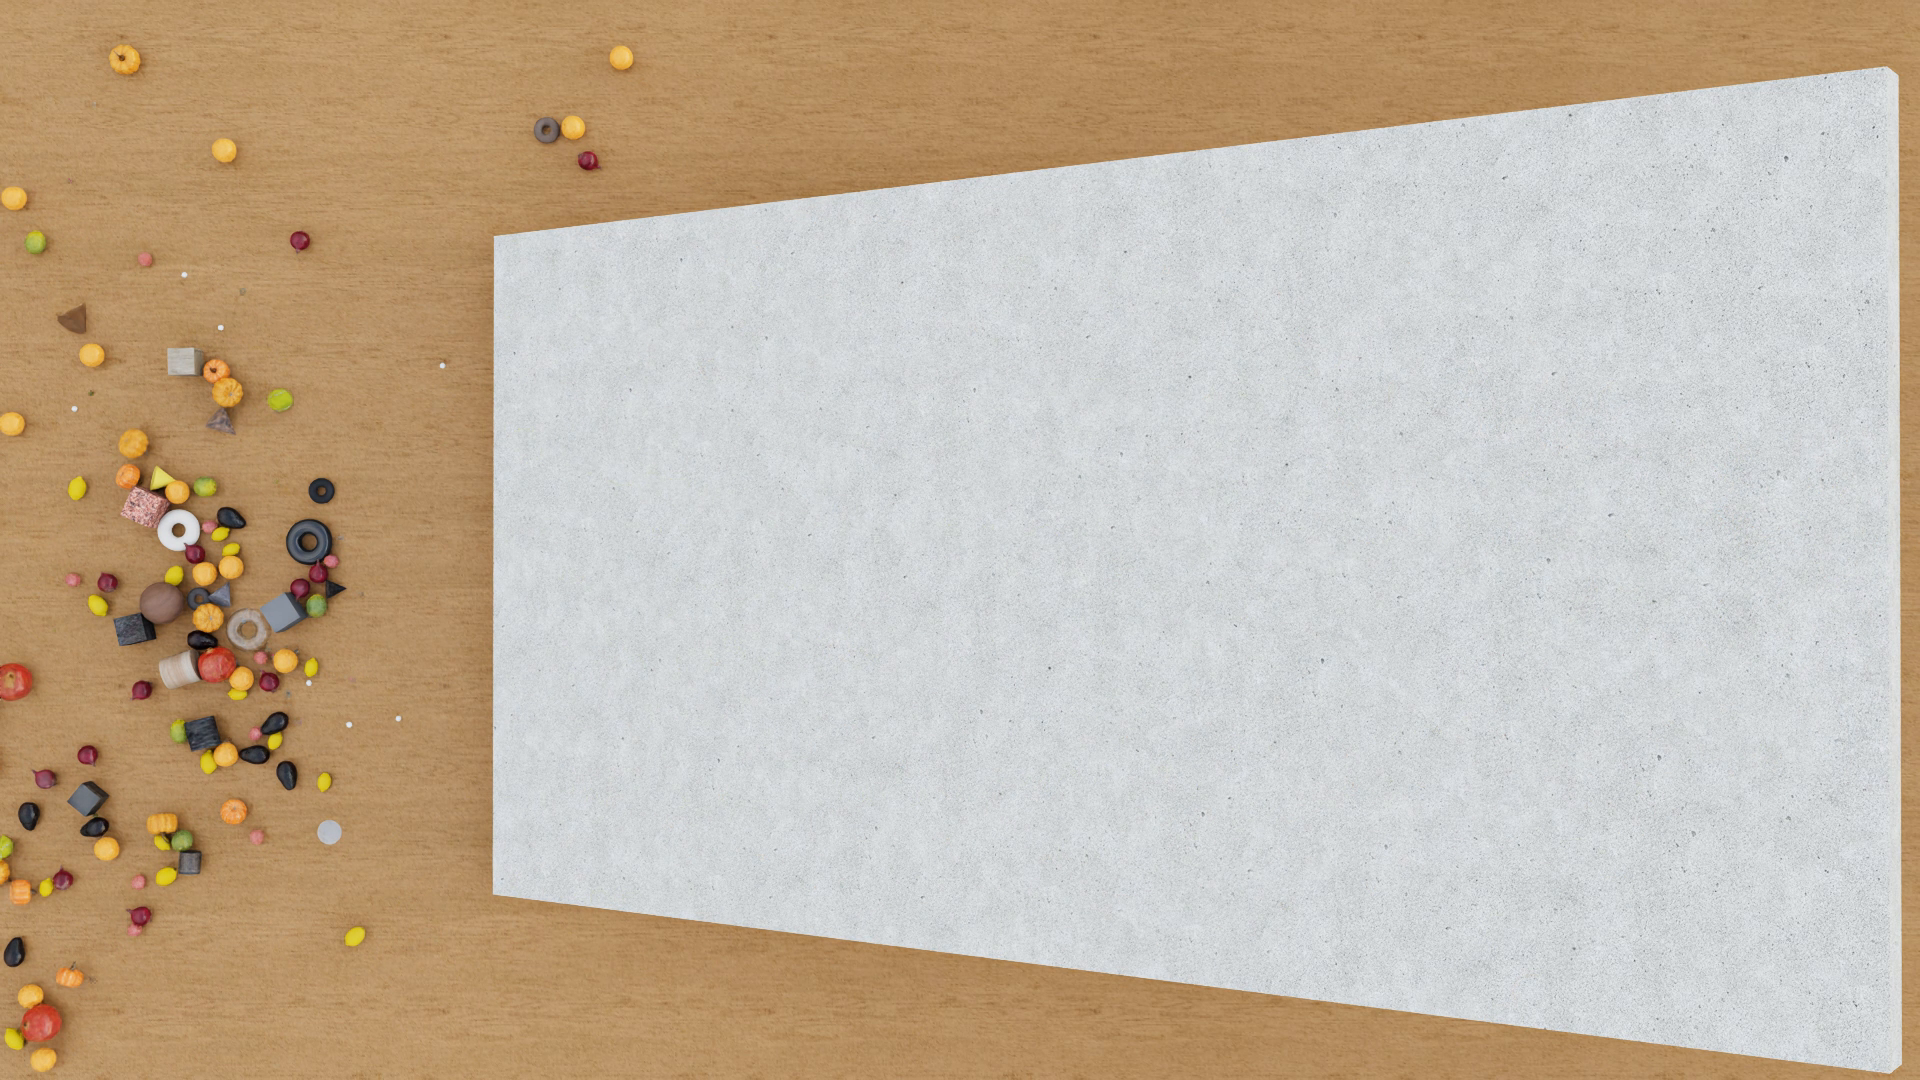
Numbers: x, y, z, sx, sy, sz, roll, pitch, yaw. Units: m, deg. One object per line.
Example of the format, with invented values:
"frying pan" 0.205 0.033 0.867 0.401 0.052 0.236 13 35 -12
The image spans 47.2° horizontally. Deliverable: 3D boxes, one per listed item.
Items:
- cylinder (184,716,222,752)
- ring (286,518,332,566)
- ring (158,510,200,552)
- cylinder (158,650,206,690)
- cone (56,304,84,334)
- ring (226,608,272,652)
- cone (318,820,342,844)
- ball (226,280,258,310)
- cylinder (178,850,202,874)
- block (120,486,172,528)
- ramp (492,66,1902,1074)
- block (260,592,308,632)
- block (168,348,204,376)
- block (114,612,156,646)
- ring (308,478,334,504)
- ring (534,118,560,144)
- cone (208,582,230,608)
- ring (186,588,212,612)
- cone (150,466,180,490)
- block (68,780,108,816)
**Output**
"cylinder" -2.313 0.592 6.715 0.090 0.090 0.090 -17 87 0
"ring" -1.995 0.006 6.741 0.143 0.048 0.143 0 91 1
"ring" -2.396 -0.030 6.744 0.129 0.043 0.129 0 90 -1
"cylinder" -2.374 0.395 6.712 0.099 0.099 0.099 -18 90 0
"cone" -2.710 -0.694 6.751 0.086 0.086 0.086 21 63 0
"ring" -2.181 0.275 6.740 0.137 0.046 0.137 0 90 -1
"cone" -1.938 0.898 6.721 0.075 0.075 0.075 0 90 0
"ball" -2.210 -0.754 6.765 0.095 0.095 0.095 0 90 0
"cylinder" -2.355 0.986 6.725 0.065 0.065 0.065 4 90 0
"block" -2.484 -0.100 6.718 0.096 0.096 0.096 24 90 0
"ramp" 0.242 0.067 5.566 4.000 0.100 2.000 0 89 35
"block" -2.065 0.221 6.718 0.089 0.089 0.089 -32 90 0
"block" -2.370 -0.544 6.729 0.081 0.081 0.081 -2 90 0
"block" -2.521 0.272 6.720 0.085 0.085 0.085 -13 90 0
"ring" -1.961 -0.151 6.753 0.080 0.027 0.080 0 88 1
"ring" -1.270 -1.260 6.761 0.081 0.027 0.081 0 88 0
"cone" -2.257 0.157 6.748 0.071 0.071 0.071 17 63 0
"ring" -2.336 0.182 6.751 0.075 0.025 0.075 0 88 -1
"cone" -2.434 -0.181 6.748 0.080 0.080 0.080 14 90 -27
"block" -2.665 0.791 6.722 0.073 0.073 0.073 39 90 0
